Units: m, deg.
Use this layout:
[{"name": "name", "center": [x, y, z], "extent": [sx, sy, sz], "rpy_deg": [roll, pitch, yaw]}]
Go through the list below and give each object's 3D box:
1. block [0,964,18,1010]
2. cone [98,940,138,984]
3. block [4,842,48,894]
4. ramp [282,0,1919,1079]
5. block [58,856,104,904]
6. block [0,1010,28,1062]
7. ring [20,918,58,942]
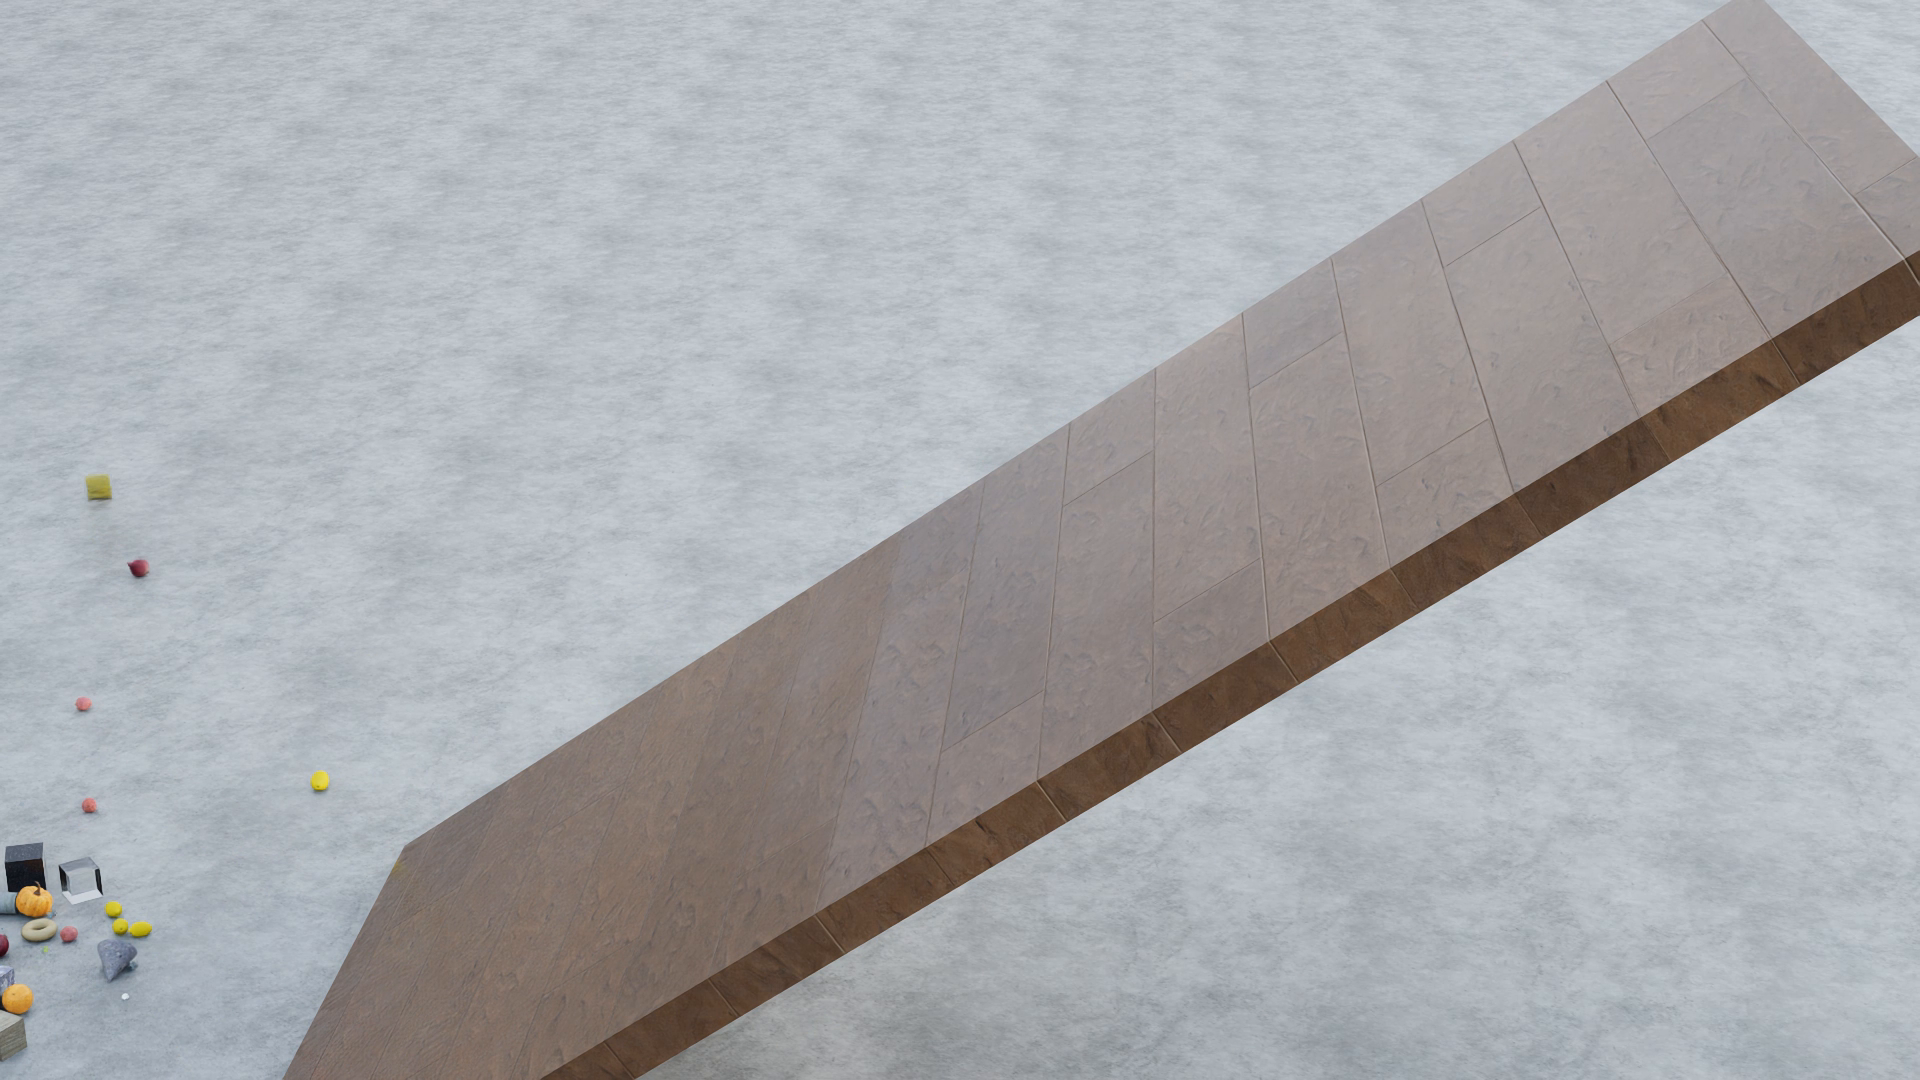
[{"name": "block", "center": [-2.350, 1.086, 7.118], "extent": [0.089, 0.089, 0.089], "rpy_deg": [9, 23, 21]}, {"name": "cone", "center": [-2.091, 1.054, 7.263], "extent": [0.099, 0.099, 0.099], "rpy_deg": [1, 49, 2]}, {"name": "block", "center": [-2.443, 0.859, 7.693], "extent": [0.095, 0.095, 0.095], "rpy_deg": [-5, 22, -14]}, {"name": "ramp", "center": [0.136, 0.174, 6.305], "extent": [4.000, 0.100, 2.000], "rpy_deg": [-32, 16, 15]}, {"name": "block", "center": [-2.286, 0.885, 7.646], "extent": [0.082, 0.082, 0.082], "rpy_deg": [-14, 25, -32]}, {"name": "block", "center": [-2.258, 1.167, 6.927], "extent": [0.078, 0.078, 0.078], "rpy_deg": [12, 24, 27]}, {"name": "ring", "center": [-2.333, 0.989, 7.451], "extent": [0.090, 0.030, 0.090], "rpy_deg": [-1, 22, 0]}]
